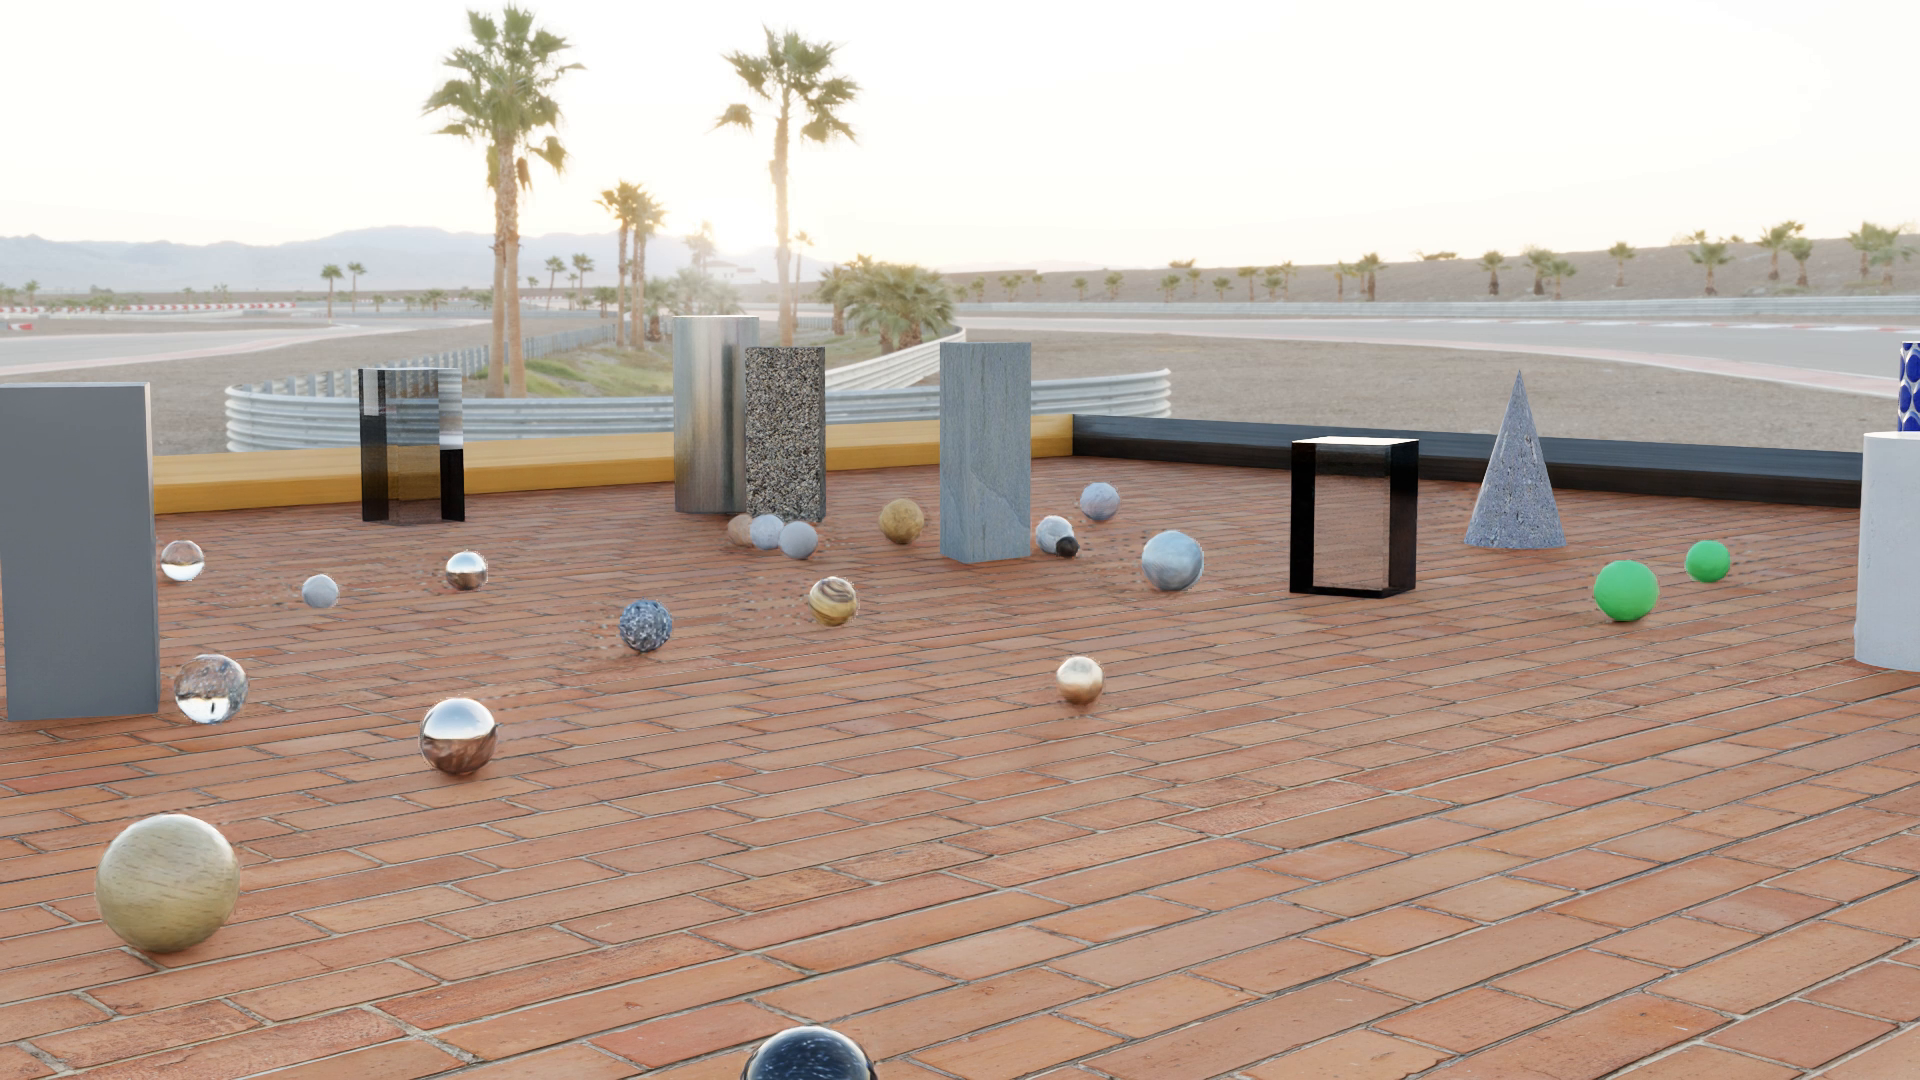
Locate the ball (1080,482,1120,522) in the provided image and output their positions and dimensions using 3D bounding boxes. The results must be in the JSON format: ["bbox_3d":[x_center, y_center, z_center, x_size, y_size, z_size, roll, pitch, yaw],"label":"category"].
[{"bbox_3d":[0.293,-0.080,4.602,0.082,0.082,0.082,0,6,0],"label":"ball"}]

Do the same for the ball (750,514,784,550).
[{"bbox_3d":[-0.356,-0.015,4.059,0.066,0.066,0.066,0,6,0],"label":"ball"}]

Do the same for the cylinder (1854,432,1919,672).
[{"bbox_3d":[1.231,0.012,2.762,0.190,0.285,0.190,0,6,0],"label":"cylinder"}]

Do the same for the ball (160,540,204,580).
[{"bbox_3d":[-1.273,0.033,3.599,0.067,0.067,0.067,0,6,0],"label":"ball"}]

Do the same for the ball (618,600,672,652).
[{"bbox_3d":[-0.408,0.111,2.853,0.068,0.068,0.068,0,6,0],"label":"ball"}]

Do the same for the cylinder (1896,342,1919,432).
[{"bbox_3d":[1.721,-0.148,3.801,0.190,0.386,0.190,0,6,0],"label":"cylinder"}]

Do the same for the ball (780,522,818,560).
[{"bbox_3d":[-0.287,0.001,3.907,0.068,0.068,0.068,0,6,0],"label":"ball"}]

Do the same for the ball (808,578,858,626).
[{"bbox_3d":[-0.179,0.087,3.082,0.069,0.069,0.069,0,6,0],"label":"ball"}]

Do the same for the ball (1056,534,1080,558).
[{"bbox_3d":[0.191,0.012,3.921,0.042,0.042,0.042,0,6,0],"label":"ball"}]

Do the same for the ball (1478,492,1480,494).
[{"bbox_3d":[1.145,-0.086,4.719,0.069,0.069,0.069,0,6,0],"label":"ball"}]

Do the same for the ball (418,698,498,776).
[{"bbox_3d":[-0.480,0.188,2.103,0.074,0.074,0.074,0,6,0],"label":"ball"}]

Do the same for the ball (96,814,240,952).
[{"bbox_3d":[-0.550,0.238,1.527,0.095,0.095,0.095,0,6,0],"label":"ball"}]

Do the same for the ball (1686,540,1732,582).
[{"bbox_3d":[1.216,0.035,3.574,0.070,0.070,0.070,0,6,0],"label":"ball"}]

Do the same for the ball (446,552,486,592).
[{"bbox_3d":[-0.777,0.050,3.462,0.063,0.063,0.063,0,6,0],"label":"ball"}]

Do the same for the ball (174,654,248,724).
[{"bbox_3d":[-0.804,0.160,2.361,0.075,0.075,0.075,0,6,0],"label":"ball"}]

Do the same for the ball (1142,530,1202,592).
[{"bbox_3d":[0.334,0.033,3.466,0.095,0.095,0.095,0,6,0],"label":"ball"}]

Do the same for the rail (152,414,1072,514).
[{"bbox_3d":[-1.504,-0.139,4.953,5.066,0.123,0.045,-6,8,-42],"label":"rail"}]

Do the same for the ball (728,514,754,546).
[{"bbox_3d":[-0.406,-0.018,4.118,0.060,0.060,0.060,0,6,0],"label":"ball"}]

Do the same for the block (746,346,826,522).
[{"bbox_3d":[-0.366,-0.224,4.630,0.152,0.362,0.152,0,6,1],"label":"block"}]

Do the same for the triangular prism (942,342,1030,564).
[{"bbox_3d":[0.018,-0.161,3.933,0.143,0.383,0.165,6,8,44],"label":"triangular prism"}]

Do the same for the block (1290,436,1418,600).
[{"bbox_3d":[0.621,-0.038,3.464,0.152,0.237,0.152,4,7,31],"label":"block"}]

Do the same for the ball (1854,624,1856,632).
[{"bbox_3d":[1.196,0.120,2.885,0.044,0.044,0.044,0,6,0],"label":"ball"}]

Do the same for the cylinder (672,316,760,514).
[{"bbox_3d":[-0.534,-0.278,4.836,0.190,0.426,0.190,0,6,0],"label":"cylinder"}]

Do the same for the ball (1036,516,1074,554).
[{"bbox_3d":[0.171,-0.009,3.987,0.070,0.070,0.070,0,6,0],"label":"ball"}]

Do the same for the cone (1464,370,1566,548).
[{"bbox_3d":[1.053,-0.158,4.155,0.190,0.332,0.190,0,6,0],"label":"cone"}]

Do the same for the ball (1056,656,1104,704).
[{"bbox_3d":[0.135,0.158,2.474,0.054,0.054,0.054,0,6,0],"label":"ball"}]

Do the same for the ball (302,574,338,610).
[{"bbox_3d":[-0.949,0.077,3.261,0.051,0.051,0.051,0,6,0],"label":"ball"}]

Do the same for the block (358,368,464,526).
[{"bbox_3d":[-1.142,-0.197,4.579,0.152,0.319,0.152,-6,8,-44],"label":"block"}]

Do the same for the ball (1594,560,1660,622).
[{"bbox_3d":[0.949,0.072,3.132,0.088,0.088,0.088,0,6,0],"label":"ball"}]

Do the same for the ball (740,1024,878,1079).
[{"bbox_3d":[-0.078,0.289,1.138,0.075,0.075,0.075,0,6,0],"label":"ball"}]

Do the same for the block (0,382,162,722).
[{"bbox_3d":[-0.981,0.007,2.453,0.152,0.360,0.152,-2,6,-18],"label":"block"}]

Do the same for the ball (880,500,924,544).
[{"bbox_3d":[-0.110,-0.035,4.165,0.084,0.084,0.084,0,6,0],"label":"ball"}]

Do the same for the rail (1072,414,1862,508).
[{"bbox_3d":[1.844,-0.146,5.024,0.045,0.123,4.483,-6,8,-42],"label":"rail"}]
